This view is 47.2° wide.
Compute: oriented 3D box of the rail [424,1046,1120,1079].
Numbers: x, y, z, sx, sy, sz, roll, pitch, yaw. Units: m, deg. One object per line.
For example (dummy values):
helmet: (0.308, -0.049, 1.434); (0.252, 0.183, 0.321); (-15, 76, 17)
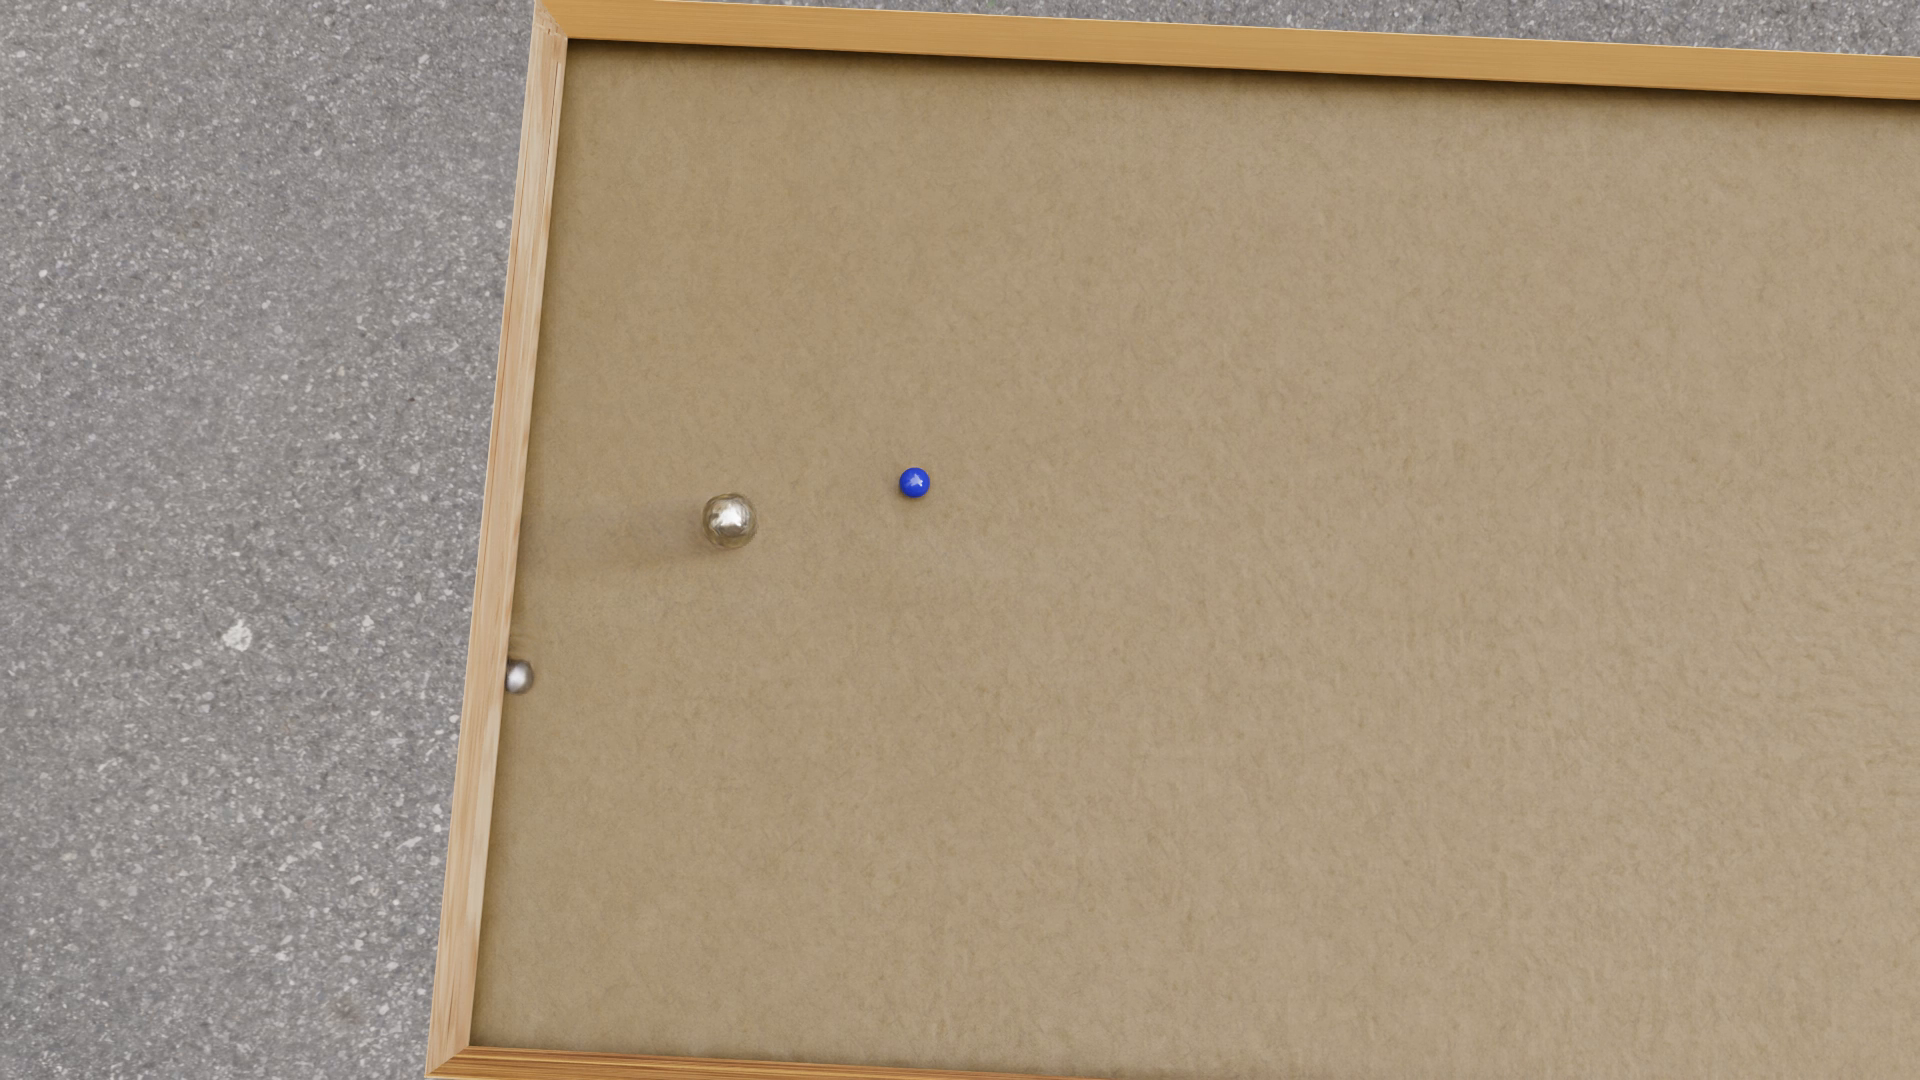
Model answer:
rail: (0.668, 0.808, 3.111); (2.833, 0.108, 0.045); (3, 77, 1)

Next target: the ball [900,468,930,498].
ball: (-0.069, -0.087, 3.355); (0.048, 0.048, 0.048); (0, 77, 0)

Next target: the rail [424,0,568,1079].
rail: (-0.684, -0.040, 3.312); (0.045, 0.108, 1.655); (3, 77, 1)

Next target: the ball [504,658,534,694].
ball: (-0.661, 0.203, 3.285); (0.051, 0.051, 0.051); (0, 77, 0)

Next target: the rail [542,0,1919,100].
rail: (0.747, -0.754, 3.482); (2.833, 0.108, 0.045); (3, 77, 1)

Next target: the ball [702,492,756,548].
ball: (-0.349, -0.030, 3.324); (0.083, 0.083, 0.083); (0, 77, 0)
